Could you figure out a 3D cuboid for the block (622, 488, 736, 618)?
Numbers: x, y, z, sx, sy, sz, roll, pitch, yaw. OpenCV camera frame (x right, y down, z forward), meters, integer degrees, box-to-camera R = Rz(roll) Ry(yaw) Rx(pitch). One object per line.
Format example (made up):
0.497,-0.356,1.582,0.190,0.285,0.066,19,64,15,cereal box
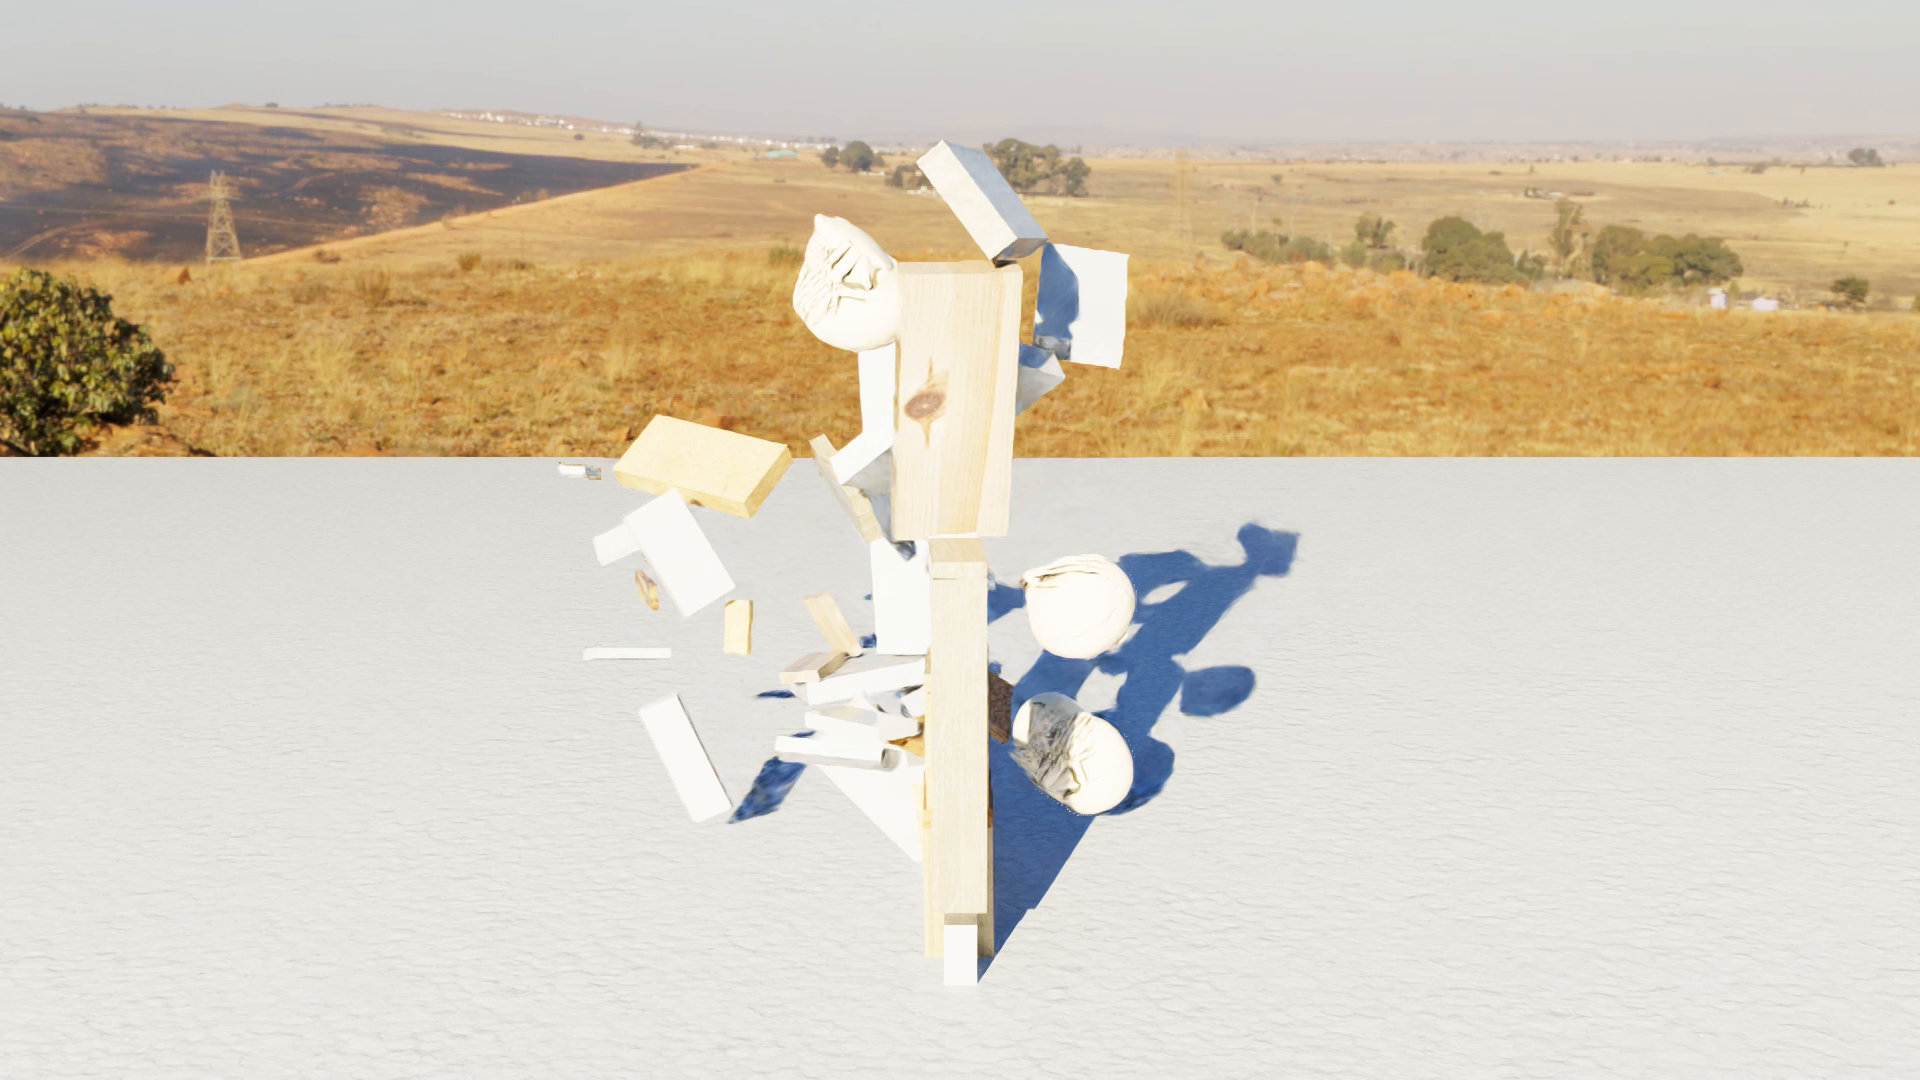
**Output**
-0.489,0.023,3.834,0.102,0.203,0.029,-33,4,-18,block

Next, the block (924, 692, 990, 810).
-0.004,0.312,3.310,0.095,0.190,0.027,-1,17,0,block

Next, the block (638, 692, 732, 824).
-0.480,0.383,3.854,0.072,0.228,0.020,-23,16,5,block

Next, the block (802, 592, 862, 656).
-0.230,0.153,3.955,0.018,0.128,0.064,-42,22,-32,block

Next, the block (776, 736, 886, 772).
-0.217,0.359,3.696,0.178,0.025,0.088,5,-17,4,block

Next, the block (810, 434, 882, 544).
-0.193,-0.087,3.714,0.029,0.102,0.203,-27,37,-9,block

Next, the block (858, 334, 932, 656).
-0.093,-0.080,3.907,0.148,0.567,0.042,0,5,36,block

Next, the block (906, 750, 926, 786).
-0.036,0.357,3.655,0.105,0.030,0.211,-9,9,-2,block

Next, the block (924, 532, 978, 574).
-0.015,0.021,3.449,0.079,0.022,0.157,-4,-14,-4,block

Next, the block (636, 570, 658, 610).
-0.586,0.093,4.113,0.013,0.047,0.111,-8,17,-21,block

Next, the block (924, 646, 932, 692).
-0.005,0.195,3.341,0.095,0.027,0.190,-1,11,1,block

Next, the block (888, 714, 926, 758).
-0.052,0.326,3.668,0.088,0.025,0.176,-17,12,-24,block

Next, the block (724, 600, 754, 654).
-0.393,0.154,3.901,0.047,0.094,0.013,1,-4,23,block

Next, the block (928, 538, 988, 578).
-0.004,0.025,3.228,0.081,0.023,0.162,-1,12,-2,block

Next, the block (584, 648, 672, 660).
-0.610,0.210,4.044,0.143,0.020,0.072,2,-7,-27,block

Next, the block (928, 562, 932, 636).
-0.003,0.107,3.293,0.081,0.162,0.023,-2,2,-6,block

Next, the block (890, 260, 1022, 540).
-0.009,-0.207,3.318,0.177,0.436,0.050,-3,29,-10,block

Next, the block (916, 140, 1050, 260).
0.040,-0.512,3.338,0.050,0.177,0.354,-37,0,13,block

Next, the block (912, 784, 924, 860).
-0.011,0.489,3.597,0.105,0.211,0.030,-8,8,3,block

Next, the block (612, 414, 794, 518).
-0.467,-0.136,3.993,0.297,0.042,0.148,14,53,29,block

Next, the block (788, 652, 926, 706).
-0.153,0.236,3.925,0.285,0.040,0.143,-10,10,-17,block

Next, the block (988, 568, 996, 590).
0.002,0.067,3.733,0.102,0.029,0.250,-3,2,-2,block

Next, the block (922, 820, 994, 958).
-0.002,0.534,3.382,0.106,0.212,0.030,-1,10,0,block

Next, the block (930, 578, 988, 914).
-0.001,0.300,3.225,0.081,0.510,0.023,0,10,0,block

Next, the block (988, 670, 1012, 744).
0.047,0.270,3.656,0.079,0.022,0.174,31,21,-12,block

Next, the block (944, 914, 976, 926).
0.001,0.554,3.295,0.049,0.014,0.097,0,11,0,block

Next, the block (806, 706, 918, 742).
-0.164,0.302,3.621,0.176,0.025,0.088,7,10,44,block

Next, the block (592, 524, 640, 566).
-0.584,-0.005,3.896,0.128,0.018,0.064,-25,40,-1,block

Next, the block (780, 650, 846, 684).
-0.259,0.224,3.879,0.072,0.020,0.143,-5,9,18,block

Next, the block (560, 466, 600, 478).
-0.709,-0.127,4.097,0.047,0.013,0.094,5,-2,8,block

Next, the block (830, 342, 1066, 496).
-0.020,-0.192,3.489,0.354,0.050,0.177,-37,-26,27,block

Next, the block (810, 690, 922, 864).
-0.120,0.410,3.796,0.143,0.285,0.040,-42,13,9,block

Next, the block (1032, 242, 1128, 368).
0.203,-0.399,3.711,0.148,0.042,0.297,8,38,0,block

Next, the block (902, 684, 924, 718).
-0.054,0.388,3.956,0.040,0.285,0.143,-4,9,-30,block

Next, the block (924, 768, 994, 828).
-0.003,0.402,3.431,0.106,0.030,0.212,-1,11,0,block

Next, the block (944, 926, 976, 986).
0.001,0.614,3.273,0.049,0.097,0.014,0,11,0,block
